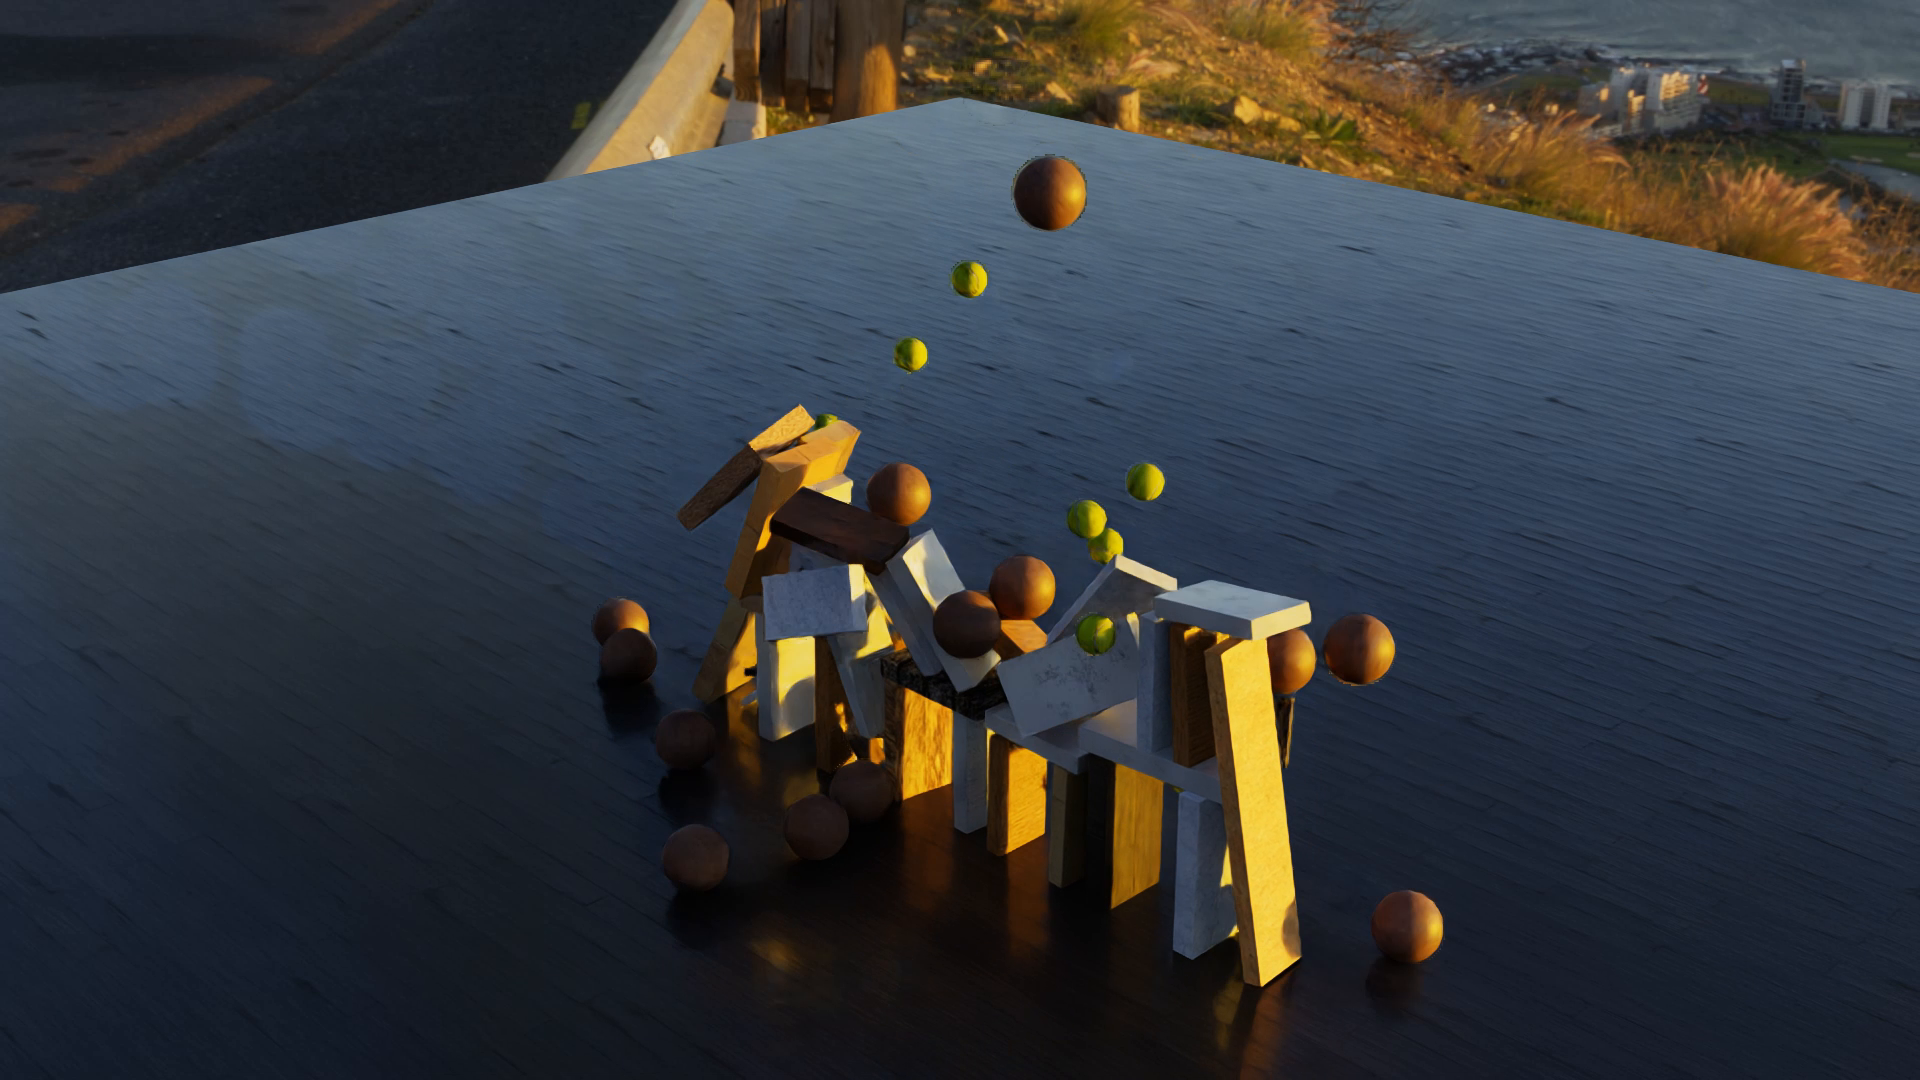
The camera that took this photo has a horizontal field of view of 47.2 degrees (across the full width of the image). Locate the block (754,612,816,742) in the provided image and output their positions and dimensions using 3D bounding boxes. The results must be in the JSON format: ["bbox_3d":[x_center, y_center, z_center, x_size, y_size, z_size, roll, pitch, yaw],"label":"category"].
[{"bbox_3d":[-0.367,0.268,4.740,0.043,0.304,0.152,20,30,38],"label":"block"}]

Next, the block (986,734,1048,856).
[{"bbox_3d":[0.112,0.480,4.300,0.036,0.257,0.128,23,32,40],"label":"block"}]

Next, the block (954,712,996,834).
[{"bbox_3d":[0.052,0.436,4.381,0.138,0.275,0.039,-19,29,-38],"label":"block"}]

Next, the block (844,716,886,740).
[{"bbox_3d":[-0.182,0.385,4.542,0.104,0.015,0.052,-4,43,23],"label":"block"}]

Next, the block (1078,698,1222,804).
[{"bbox_3d":[0.393,0.377,3.983,0.324,0.046,0.162,19,29,37],"label":"block"}]

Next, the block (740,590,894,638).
[{"bbox_3d":[-0.298,0.136,4.606,0.304,0.043,0.152,17,29,35],"label":"block"}]

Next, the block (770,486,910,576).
[{"bbox_3d":[-0.235,-0.019,4.291,0.244,0.035,0.122,22,42,18],"label":"block"}]

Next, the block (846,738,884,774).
[{"bbox_3d":[-0.196,0.433,4.590,0.015,0.104,0.052,20,56,41],"label":"block"}]

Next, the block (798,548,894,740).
[{"bbox_3d":[-0.206,0.185,4.413,0.122,0.439,0.035,-35,32,-32],"label":"block"}]

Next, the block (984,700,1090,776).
[{"bbox_3d":[0.180,0.365,4.194,0.128,0.036,0.257,-19,29,-38],"label":"block"}]

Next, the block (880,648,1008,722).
[{"bbox_3d":[-0.014,0.274,4.358,0.138,0.039,0.275,-20,30,-40],"label":"block"}]

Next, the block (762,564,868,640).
[{"bbox_3d":[-0.281,0.121,4.222,0.250,0.125,0.035,-8,-6,44],"label":"block"}]

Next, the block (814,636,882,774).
[{"bbox_3d":[-0.233,0.323,4.610,0.043,0.304,0.152,22,31,40],"label":"block"}]

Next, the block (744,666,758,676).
[{"bbox_3d":[-0.413,0.284,4.822,0.116,0.016,0.058,-3,13,44],"label":"block"}]

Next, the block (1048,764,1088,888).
[{"bbox_3d":[0.232,0.526,4.192,0.128,0.256,0.036,-19,32,-38],"label":"block"}]

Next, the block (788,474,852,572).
[{"bbox_3d":[-0.292,-0.005,4.559,0.035,0.250,0.125,30,36,31],"label":"block"}]

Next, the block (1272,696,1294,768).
[{"bbox_3d":[0.460,0.349,4.182,0.336,0.130,0.037,5,-3,18],"label":"block"}]

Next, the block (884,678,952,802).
[{"bbox_3d":[-0.085,0.388,4.494,0.138,0.275,0.039,-15,27,-32],"label":"block"}]

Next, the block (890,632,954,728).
[{"bbox_3d":[-0.077,0.294,4.578,0.125,0.250,0.035,-26,29,-12],"label":"block"}]

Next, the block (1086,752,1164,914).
[{"bbox_3d":[0.309,0.522,4.117,0.162,0.324,0.046,-21,31,-41],"label":"block"}]

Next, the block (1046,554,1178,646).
[{"bbox_3d":[0.279,0.140,4.067,0.130,0.259,0.037,23,43,-16],"label":"block"}]

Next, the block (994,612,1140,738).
[{"bbox_3d":[0.218,0.251,4.062,0.292,0.146,0.041,-23,-3,29],"label":"block"}]

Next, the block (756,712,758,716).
[{"bbox_3d":[-0.406,0.341,4.815,0.058,0.116,0.016,-23,59,-43],"label":"block"}]

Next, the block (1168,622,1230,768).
[{"bbox_3d":[0.430,0.259,3.871,0.129,0.257,0.036,-19,24,-38],"label":"block"}]

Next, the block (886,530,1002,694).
[{"bbox_3d":[-0.029,0.138,4.283,0.041,0.292,0.146,-24,10,30],"label":"block"}]

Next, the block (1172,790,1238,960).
[{"bbox_3d":[0.461,0.581,3.977,0.162,0.324,0.046,-21,30,-40],"label":"block"}]

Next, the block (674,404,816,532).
[{"bbox_3d":[-0.454,-0.148,4.626,0.173,0.049,0.346,-42,2,-42],"label":"block"}]

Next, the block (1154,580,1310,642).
[{"bbox_3d":[0.463,0.119,3.757,0.129,0.036,0.257,-15,16,-31],"label":"block"}]

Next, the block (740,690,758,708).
[{"bbox_3d":[-0.431,0.333,4.860,0.058,0.016,0.116,-20,-10,-47],"label":"block"}]

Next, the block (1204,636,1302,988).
[{"bbox_3d":[0.516,0.470,3.855,0.036,0.627,0.129,6,21,43],"label":"block"}]

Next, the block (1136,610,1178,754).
[{"bbox_3d":[0.375,0.239,3.917,0.130,0.259,0.037,-20,29,-38],"label":"block"}]

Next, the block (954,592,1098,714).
[{"bbox_3d":[0.138,0.218,4.260,0.313,0.041,0.146,45,22,24],"label":"block"}]

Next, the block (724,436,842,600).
[{"bbox_3d":[-0.368,-0.044,4.543,0.049,0.346,0.173,41,40,23],"label":"block"}]

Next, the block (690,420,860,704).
[{"bbox_3d":[-0.405,0.053,4.781,0.049,0.694,0.173,35,30,17],"label":"block"}]

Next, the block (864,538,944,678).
[{"bbox_3d":[-0.083,0.133,4.319,0.035,0.244,0.122,-16,19,43],"label":"block"}]
